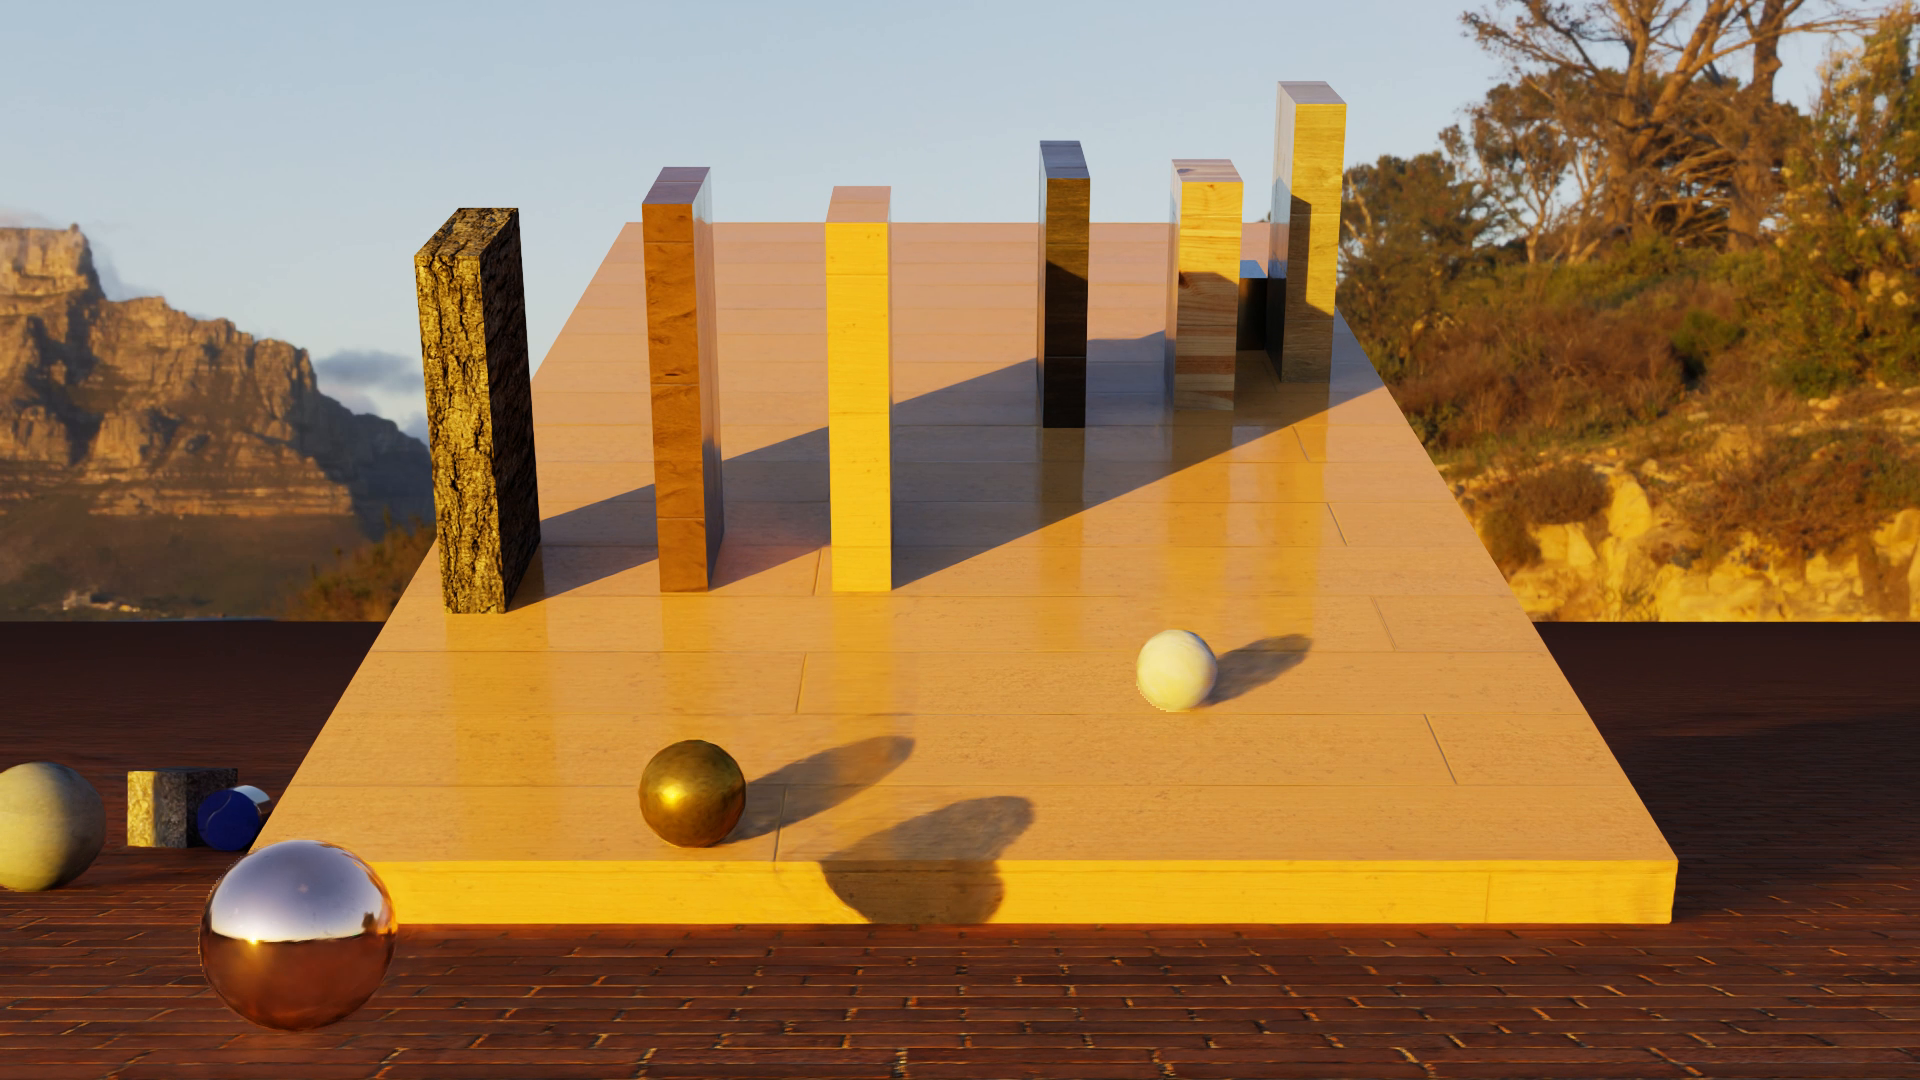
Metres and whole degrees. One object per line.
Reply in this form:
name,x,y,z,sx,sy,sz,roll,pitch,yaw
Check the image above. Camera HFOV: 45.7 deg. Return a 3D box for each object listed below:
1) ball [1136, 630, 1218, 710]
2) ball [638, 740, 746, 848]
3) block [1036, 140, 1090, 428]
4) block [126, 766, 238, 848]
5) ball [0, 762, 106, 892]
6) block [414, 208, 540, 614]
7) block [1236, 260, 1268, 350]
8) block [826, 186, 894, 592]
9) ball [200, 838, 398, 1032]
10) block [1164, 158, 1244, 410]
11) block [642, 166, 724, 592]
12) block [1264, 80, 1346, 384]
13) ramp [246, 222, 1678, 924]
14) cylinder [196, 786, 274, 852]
ball,0.345,0.207,3.629,0.129,0.129,0.129,0,-2,0
ball,-0.375,0.356,3.197,0.151,0.151,0.151,0,-2,0
block,0.229,-0.581,5.113,0.092,0.554,0.427,0,21,0
block,-1.480,0.507,4.334,0.141,0.141,0.141,-1,-2,22
ball,-1.454,0.451,3.588,0.203,0.203,0.203,0,-2,0
block,-0.855,-0.237,4.070,0.108,0.643,0.372,0,21,0
block,0.654,-0.583,5.647,0.182,0.182,0.182,-1,21,-2
block,-0.178,-0.277,4.133,0.105,0.676,0.301,0,21,0
ball,-0.693,0.414,2.388,0.199,0.199,0.199,0,-2,0
block,0.549,-0.581,5.165,0.134,0.519,0.257,0,21,0
block,-0.497,-0.293,4.127,0.086,0.709,0.316,0,21,0
block,0.810,-0.728,5.368,0.114,0.652,0.314,0,21,0
ramp,-0.005,-0.212,5.061,2.000,0.100,4.000,0,21,0
cylinder,-1.351,0.518,4.249,0.113,0.113,0.113,0,-2,-2
